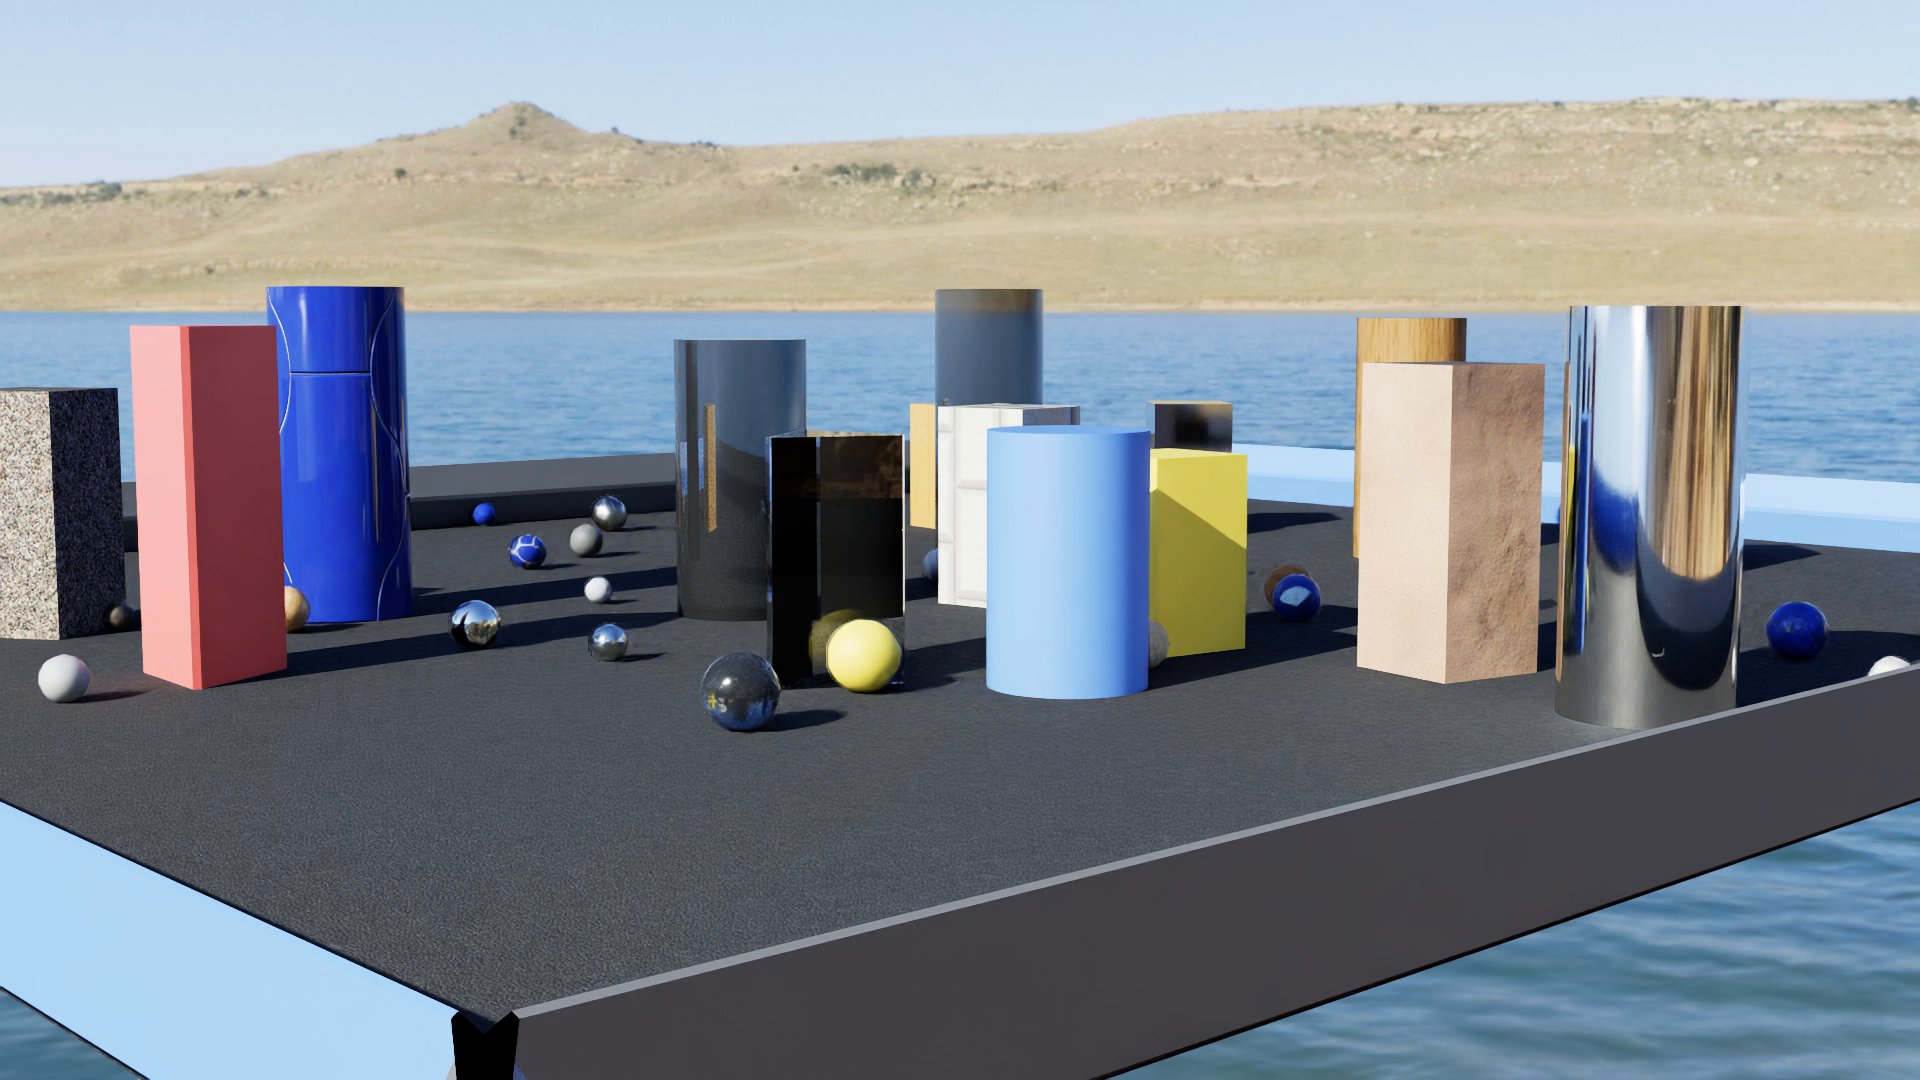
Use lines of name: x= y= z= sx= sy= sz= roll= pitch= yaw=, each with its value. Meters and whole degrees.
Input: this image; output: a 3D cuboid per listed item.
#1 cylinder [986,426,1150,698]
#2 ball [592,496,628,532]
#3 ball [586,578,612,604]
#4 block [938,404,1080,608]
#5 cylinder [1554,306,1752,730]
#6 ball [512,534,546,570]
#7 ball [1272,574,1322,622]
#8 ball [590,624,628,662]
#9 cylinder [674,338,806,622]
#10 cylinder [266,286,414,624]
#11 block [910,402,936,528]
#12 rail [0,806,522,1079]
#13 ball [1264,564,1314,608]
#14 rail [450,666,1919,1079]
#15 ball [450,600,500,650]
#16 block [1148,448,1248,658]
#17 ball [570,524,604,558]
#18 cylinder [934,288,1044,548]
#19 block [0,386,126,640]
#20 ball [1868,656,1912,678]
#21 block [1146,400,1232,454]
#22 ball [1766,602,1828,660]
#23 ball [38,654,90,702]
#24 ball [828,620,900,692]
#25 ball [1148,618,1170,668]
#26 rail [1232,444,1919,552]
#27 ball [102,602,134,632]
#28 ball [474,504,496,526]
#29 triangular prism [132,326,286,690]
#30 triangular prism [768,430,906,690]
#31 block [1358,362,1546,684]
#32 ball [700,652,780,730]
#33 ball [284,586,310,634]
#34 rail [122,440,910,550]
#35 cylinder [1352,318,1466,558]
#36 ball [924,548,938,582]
cylinder: x=0.127 y=0.021 z=2.596 sx=0.192 sy=0.303 sz=0.192 roll=0 pitch=6 yaw=0
ball: x=-0.702 y=-0.052 z=4.409 sx=0.069 sy=0.069 sz=0.069 roll=0 pitch=6 yaw=0
ball: x=-0.546 y=0.077 z=3.325 sx=0.040 sy=0.040 sz=0.040 roll=0 pitch=6 yaw=0
block: x=0.075 y=-0.054 z=3.339 sx=0.154 sy=0.297 sz=0.154 roll=4 pitch=7 yaw=36
cylinder: x=0.754 y=-0.030 z=2.399 sx=0.192 sy=0.447 sz=0.192 roll=0 pitch=6 yaw=0
ball: x=-0.739 y=0.021 z=3.768 sx=0.059 sy=0.059 sz=0.059 roll=0 pitch=6 yaw=0
ball: x=0.479 y=0.083 z=3.129 sx=0.069 sy=0.069 sz=0.069 roll=0 pitch=6 yaw=0
ball: x=-0.444 y=0.130 z=2.782 sx=0.047 sy=0.047 sz=0.047 roll=0 pitch=6 yaw=0
cylinder: x=-0.319 y=-0.093 z=3.214 sx=0.192 sy=0.400 sz=0.192 roll=0 pitch=6 yaw=0
cylinder: x=-0.897 y=-0.128 z=3.186 sx=0.192 sy=0.476 sz=0.192 roll=0 pitch=6 yaw=0
block: x=0.005 y=-0.153 z=4.504 sx=0.154 sy=0.251 sz=0.154 roll=-4 pitch=7 yaw=-36
rail: x=-1.273 y=0.155 z=2.164 sx=0.045 sy=0.125 sz=3.166 roll=-6 pitch=8 yaw=-42
ball: x=0.482 y=0.072 z=3.209 sx=0.074 sy=0.074 sz=0.074 roll=0 pitch=6 yaw=0
rail: x=1.057 y=0.152 z=2.192 sx=3.512 sy=0.125 sz=0.045 roll=-6 pitch=8 yaw=-42
ball: x=-0.636 y=0.111 z=2.886 sx=0.064 sy=0.064 sz=0.064 roll=0 pitch=6 yaw=0
block: x=0.268 y=0.013 z=2.898 sx=0.154 sy=0.255 sz=0.154 roll=-4 pitch=7 yaw=-35
ball: x=-0.671 y=0.001 z=3.950 sx=0.059 sy=0.059 sz=0.059 roll=0 pitch=6 yaw=0
cylinder: x=0.052 y=-0.204 z=3.901 sx=0.192 sy=0.478 sz=0.192 roll=0 pitch=6 yaw=0
block: x=-1.272 y=-0.041 z=3.039 sx=0.154 sy=0.334 sz=0.154 roll=1 pitch=6 yaw=13
ball: x=1.065 y=0.158 z=2.514 sx=0.049 sy=0.049 sz=0.049 roll=0 pitch=6 yaw=0
block: x=0.457 y=-0.148 z=4.417 sx=0.154 sy=0.258 sz=0.154 roll=0 pitch=6 yaw=-2
ball: x=1.065 y=0.115 z=2.798 sx=0.074 sy=0.074 sz=0.074 roll=0 pitch=6 yaw=0
ball: x=-1.016 y=0.157 z=2.493 sx=0.054 sy=0.054 sz=0.054 roll=0 pitch=6 yaw=0
ball: x=-0.112 y=0.135 z=2.558 sx=0.085 sy=0.085 sz=0.085 roll=0 pitch=6 yaw=0
ball: x=0.228 y=0.128 z=2.725 sx=0.064 sy=0.064 sz=0.064 roll=0 pitch=6 yaw=0
rail: x=1.273 y=-0.090 z=4.500 sx=0.045 sy=0.125 sz=3.166 roll=-6 pitch=8 yaw=-42
ball: x=-1.163 y=0.106 z=3.038 sx=0.041 sy=0.041 sz=0.041 roll=0 pitch=6 yaw=0
ball: x=-0.976 y=-0.052 z=4.516 sx=0.047 sy=0.047 sz=0.047 roll=0 pitch=6 yaw=0
triangular prism: x=-0.893 y=-0.047 z=2.667 sx=0.144 sy=0.424 sz=0.166 roll=-5 pitch=8 yaw=-40
triangular prism: x=-0.168 y=0.019 z=2.652 sx=0.166 sy=0.296 sz=0.144 roll=-2 pitch=6 yaw=-19
block: x=0.602 y=-0.028 z=2.705 sx=0.154 sy=0.378 sz=0.154 roll=-4 pitch=7 yaw=-32
ball: x=-0.232 y=0.160 z=2.327 sx=0.084 sy=0.084 sz=0.084 roll=0 pitch=6 yaw=0
ball: x=-0.928 y=0.096 z=3.026 sx=0.065 sy=0.065 sz=0.065 roll=0 pitch=6 yaw=0
rail: x=-1.057 y=-0.087 z=4.472 sx=3.512 sy=0.125 sz=0.045 roll=-6 pitch=8 yaw=-42
cylinder: x=0.806 y=-0.183 z=3.944 sx=0.192 sy=0.428 sz=0.192 roll=0 pitch=6 yaw=0
ball: x=-0.031 y=0.042 z=3.579 sx=0.057 sy=0.057 sz=0.057 roll=0 pitch=6 yaw=0
